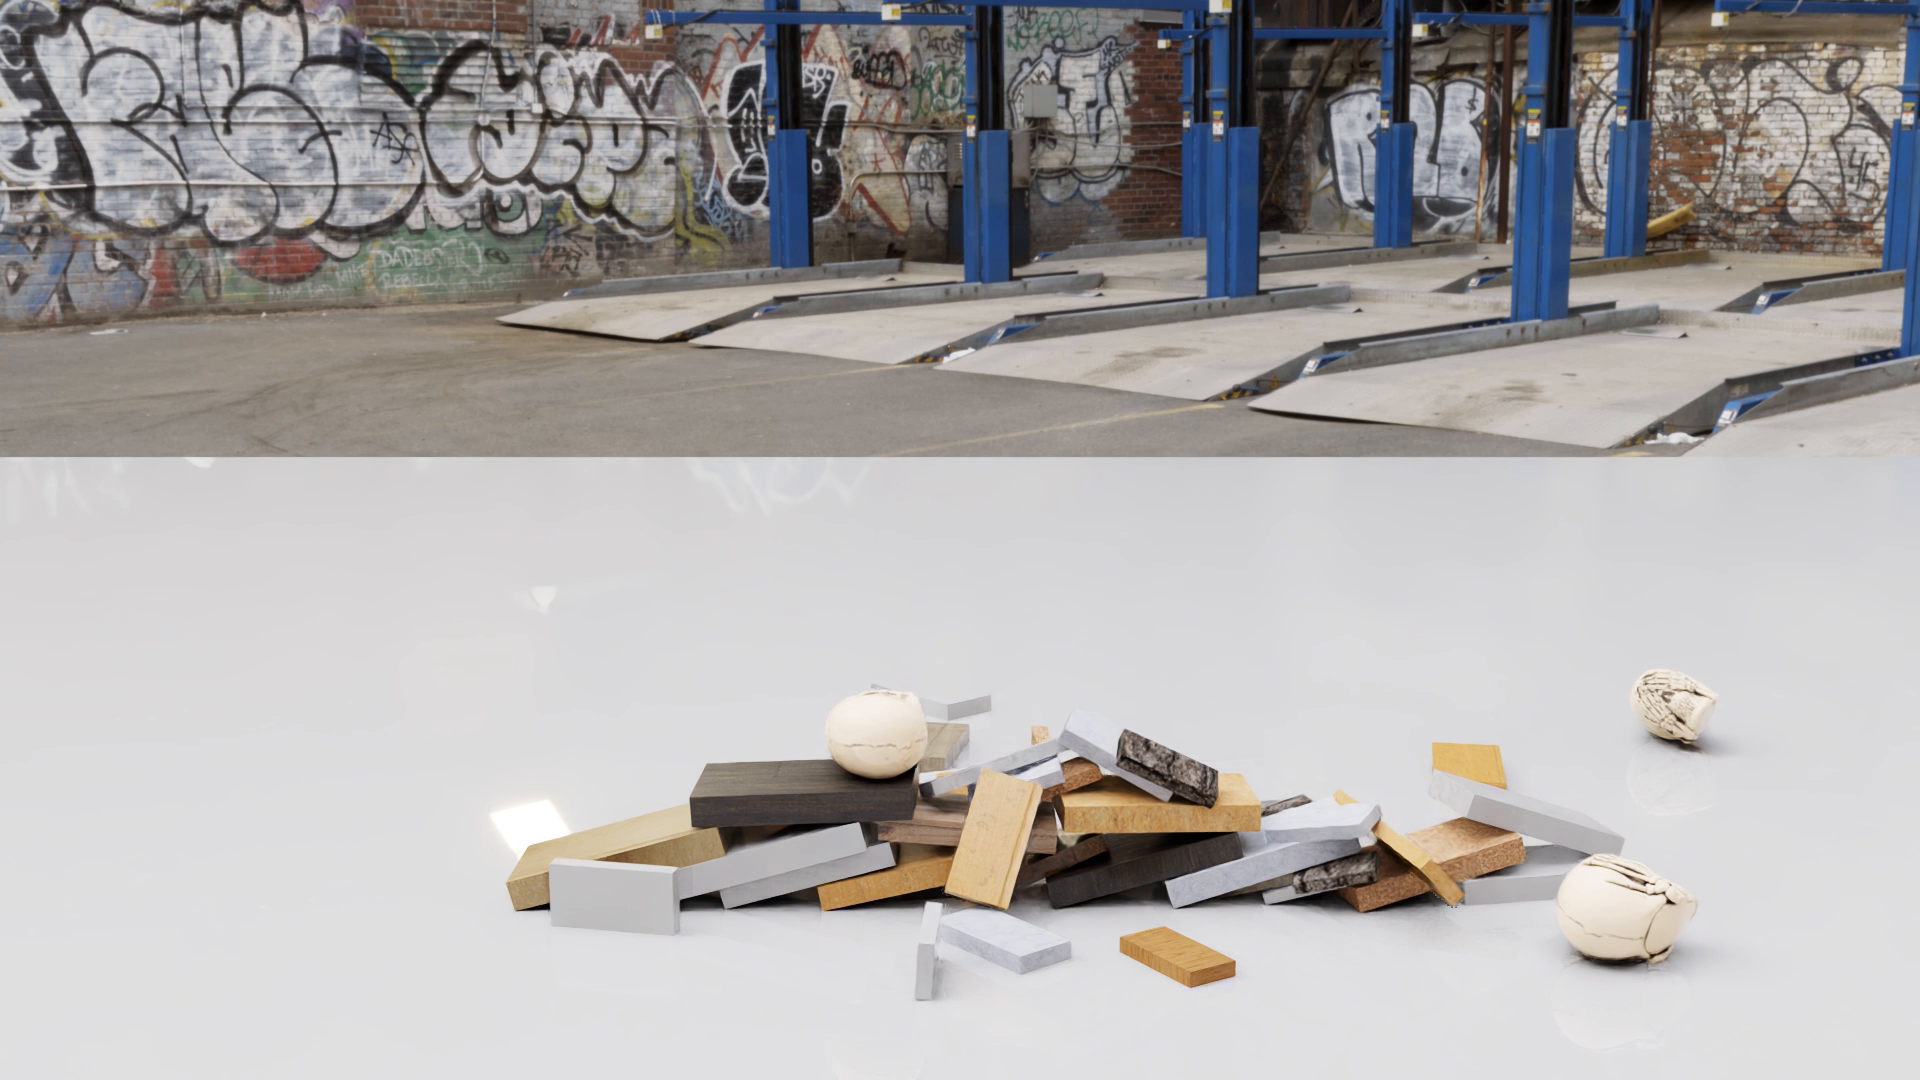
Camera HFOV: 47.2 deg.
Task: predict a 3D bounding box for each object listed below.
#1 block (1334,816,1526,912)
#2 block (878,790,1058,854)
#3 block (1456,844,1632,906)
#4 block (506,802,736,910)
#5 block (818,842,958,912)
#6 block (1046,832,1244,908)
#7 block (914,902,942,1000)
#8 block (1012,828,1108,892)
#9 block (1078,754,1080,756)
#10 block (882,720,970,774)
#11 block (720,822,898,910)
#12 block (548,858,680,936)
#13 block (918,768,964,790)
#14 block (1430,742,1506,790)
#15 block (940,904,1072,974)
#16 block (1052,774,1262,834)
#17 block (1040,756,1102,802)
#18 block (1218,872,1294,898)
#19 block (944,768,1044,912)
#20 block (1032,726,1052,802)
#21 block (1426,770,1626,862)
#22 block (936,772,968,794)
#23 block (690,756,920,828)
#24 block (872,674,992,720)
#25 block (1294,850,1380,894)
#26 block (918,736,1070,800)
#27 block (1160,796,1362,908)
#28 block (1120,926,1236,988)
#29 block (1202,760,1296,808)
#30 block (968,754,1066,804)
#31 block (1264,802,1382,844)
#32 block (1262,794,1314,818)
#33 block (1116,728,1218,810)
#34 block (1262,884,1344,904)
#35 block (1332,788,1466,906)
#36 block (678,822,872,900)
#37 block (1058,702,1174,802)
[{"bbox_3d":[0.772,0.535,3.669,0.298,0.042,0.149,-15,13,-10],"label":"block"},{"bbox_3d":[0.012,0.465,3.644,0.290,0.041,0.145,5,12,-2],"label":"block"},{"bbox_3d":[0.959,0.561,3.707,0.298,0.042,0.149,-2,11,-11],"label":"block"},{"bbox_3d":[-0.558,0.516,3.656,0.359,0.051,0.180,-15,11,4],"label":"block"},{"bbox_3d":[-0.088,0.540,3.650,0.290,0.041,0.145,-12,12,1],"label":"block"},{"bbox_3d":[0.299,0.525,3.670,0.323,0.046,0.162,-15,11,0],"label":"block"},{"bbox_3d":[-0.046,0.615,3.295,0.025,0.087,0.175,4,11,3],"label":"block"},{"bbox_3d":[0.136,0.529,3.664,0.220,0.031,0.110,-25,11,3],"label":"block"},{"bbox_3d":[0.265,0.363,3.689,0.159,0.023,0.080,20,7,-16],"label":"block"},{"bbox_3d":[-0.068,0.422,4.475,0.128,0.036,0.257,2,11,11],"label":"block"},{"bbox_3d":[-0.249,0.532,3.653,0.290,0.041,0.145,-15,11,4],"label":"block"},{"bbox_3d":[-0.550,0.568,3.503,0.208,0.104,0.029,2,11,13],"label":"block"},{"bbox_3d":[0.004,0.486,4.129,0.128,0.036,0.257,-4,11,-23],"label":"block"},{"bbox_3d":[0.994,0.453,4.305,0.133,0.038,0.266,2,11,10],"label":"block"},{"bbox_3d":[0.064,0.621,3.424,0.104,0.029,0.208,-9,14,-39],"label":"block"},{"bbox_3d":[0.324,0.436,3.651,0.323,0.046,0.162,0,12,-5],"label":"block"},{"bbox_3d":[0.151,0.402,3.647,0.159,0.023,0.080,-20,13,-5],"label":"block"},{"bbox_3d":[0.495,0.560,3.655,0.135,0.019,0.068,-14,12,17],"label":"block"},{"bbox_3d":[0.056,0.483,3.547,0.104,0.208,0.029,16,-18,4],"label":"block"},{"bbox_3d":[0.160,0.434,4.229,0.029,0.102,0.204,0,11,-3],"label":"block"},{"bbox_3d":[0.958,0.466,3.727,0.298,0.042,0.149,17,6,-16],"label":"block"},{"bbox_3d":[0.024,0.492,3.894,0.031,0.110,0.220,-4,11,-30],"label":"block"},{"bbox_3d":[-0.252,0.414,3.630,0.359,0.051,0.180,-2,12,3],"label":"block"},{"bbox_3d":[-0.065,0.347,4.876,0.128,0.036,0.257,-9,14,-41],"label":"block"},{"bbox_3d":[0.613,0.541,3.581,0.135,0.019,0.068,-14,16,18],"label":"block"},{"bbox_3d":[0.060,0.377,3.665,0.254,0.025,0.087,-17,-5,-18],"label":"block"},{"bbox_3d":[0.492,0.520,3.671,0.323,0.046,0.162,-17,11,0],"label":"block"},{"bbox_3d":[0.331,0.635,3.357,0.087,0.025,0.175,-7,12,-32],"label":"block"},{"bbox_3d":[0.535,0.475,4.184,0.133,0.038,0.266,-2,11,-13],"label":"block"},{"bbox_3d":[0.092,0.401,3.633,0.159,0.023,0.080,-19,13,2],"label":"block"},{"bbox_3d":[0.595,0.464,3.606,0.172,0.024,0.086,-9,13,34],"label":"block"},{"bbox_3d":[0.583,0.510,3.838,0.133,0.038,0.265,-18,8,-7],"label":"block"},{"bbox_3d":[0.339,0.373,3.590,0.172,0.024,0.086,25,25,-5],"label":"block"},{"bbox_3d":[0.568,0.564,3.630,0.135,0.019,0.068,-15,14,12],"label":"block"},{"bbox_3d":[0.710,0.498,3.596,0.024,0.086,0.387,-44,15,-1],"label":"block"},{"bbox_3d":[-0.328,0.506,3.647,0.359,0.051,0.180,-15,11,4],"label":"block"},{"bbox_3d":[0.267,0.350,3.627,0.204,0.029,0.102,29,25,3],"label":"block"}]
